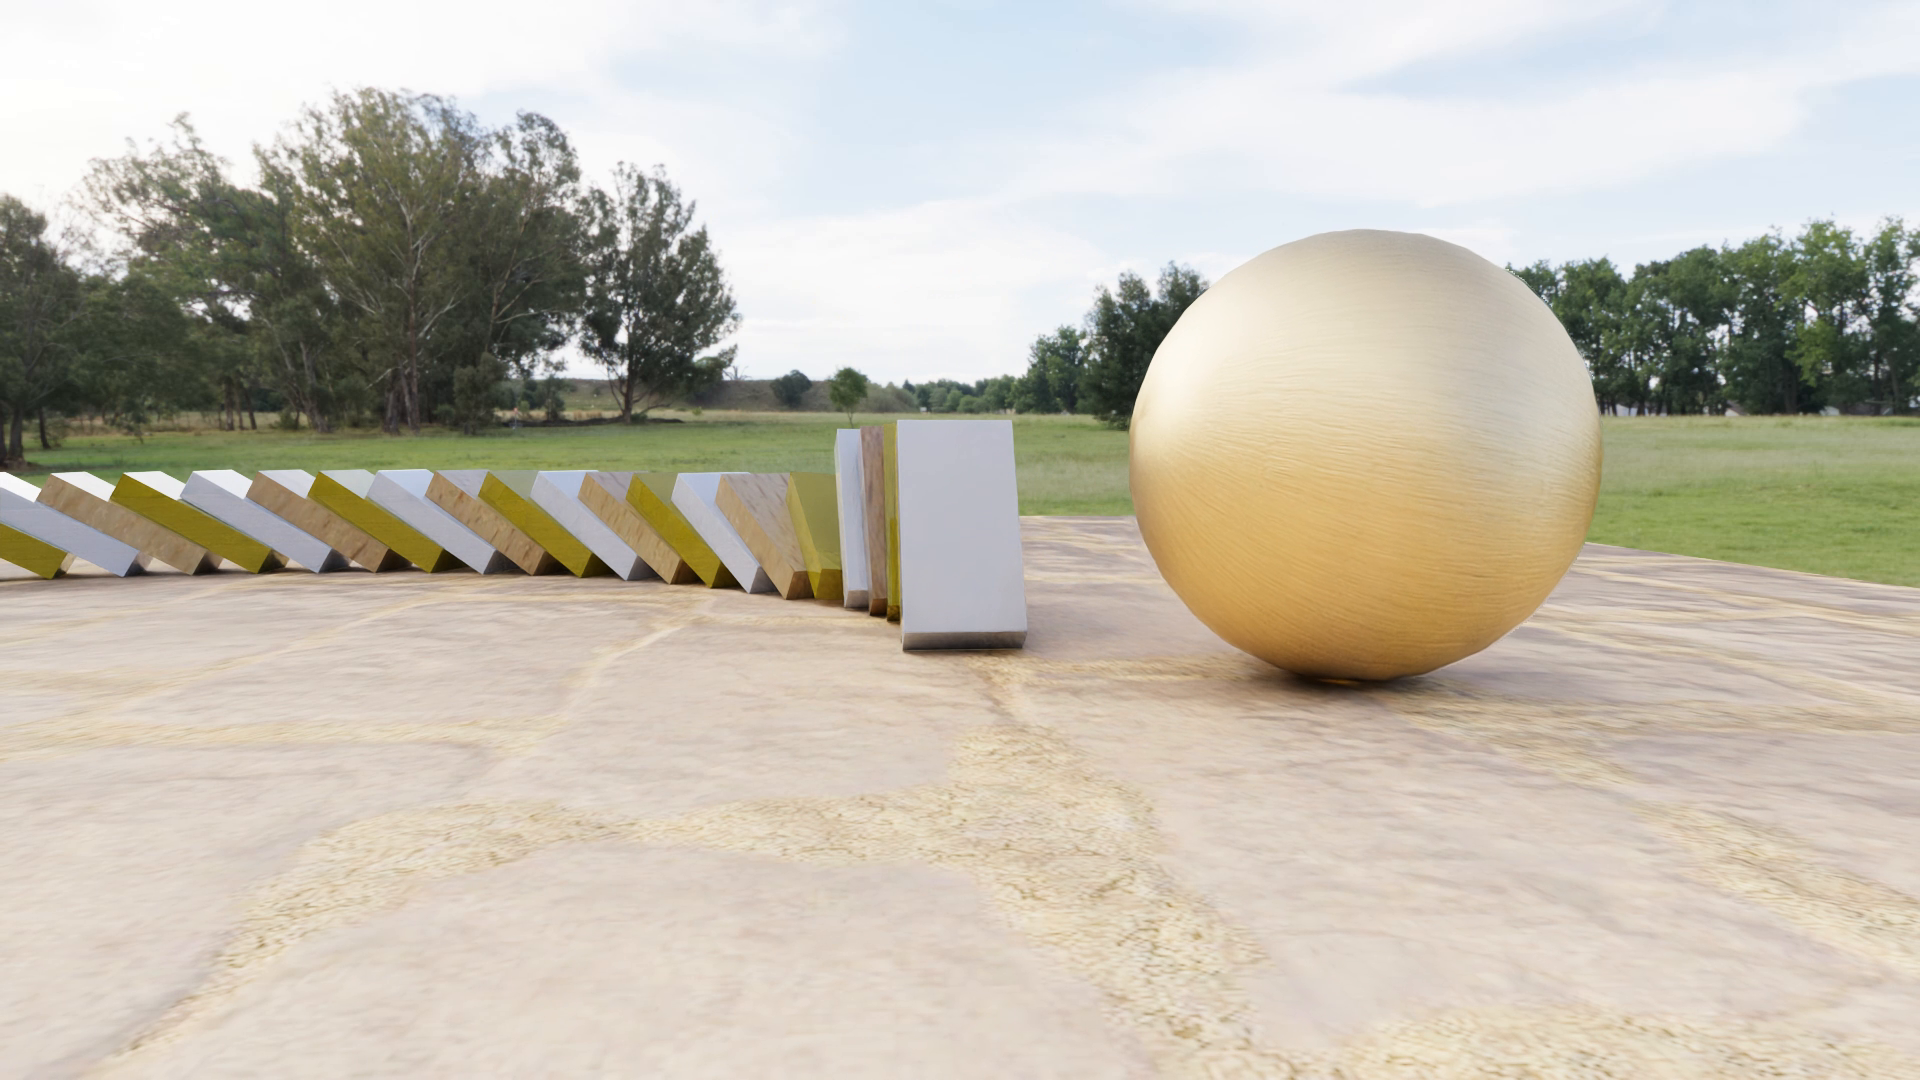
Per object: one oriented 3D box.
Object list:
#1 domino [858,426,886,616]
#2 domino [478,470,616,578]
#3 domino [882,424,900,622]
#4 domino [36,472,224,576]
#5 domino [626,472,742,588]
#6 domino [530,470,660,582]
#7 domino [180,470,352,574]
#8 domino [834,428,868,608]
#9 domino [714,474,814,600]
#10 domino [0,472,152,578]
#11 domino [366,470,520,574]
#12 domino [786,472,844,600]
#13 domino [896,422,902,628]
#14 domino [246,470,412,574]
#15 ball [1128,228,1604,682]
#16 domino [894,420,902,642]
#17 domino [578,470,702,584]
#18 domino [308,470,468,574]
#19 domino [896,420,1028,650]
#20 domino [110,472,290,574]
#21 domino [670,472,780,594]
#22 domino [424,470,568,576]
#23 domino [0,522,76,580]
[{"bbox_3d":[-0.012,-0.006,0.328,0.025,0.050,0.010,-1,-28,-10],"label":"domino"},{"bbox_3d":[-0.132,-0.006,0.425,0.050,0.009,0.025,35,18,20],"label":"domino"},{"bbox_3d":[-0.006,-0.005,0.316,0.025,0.050,0.009,0,-27,-5],"label":"domino"},{"bbox_3d":[-0.270,-0.006,0.421,0.050,0.009,0.025,30,-3,-13],"label":"domino"},{"bbox_3d":[-0.079,-0.004,0.397,0.025,0.009,0.050,-4,36,-48],"label":"domino"},{"bbox_3d":[-0.114,-0.005,0.417,0.050,0.009,0.025,36,21,24],"label":"domino"},{"bbox_3d":[-0.231,-0.007,0.432,0.050,0.009,0.025,30,2,-5],"label":"domino"},{"bbox_3d":[-0.019,-0.006,0.340,0.025,0.050,0.009,0,-32,-12],"label":"domino"},{"bbox_3d":[-0.049,-0.002,0.371,0.025,0.009,0.050,-3,36,-36],"label":"domino"},{"bbox_3d":[-0.289,-0.005,0.413,0.050,0.009,0.025,30,-6,-18],"label":"domino"},{"bbox_3d":[-0.171,-0.007,0.433,0.050,0.009,0.025,32,11,10],"label":"domino"},{"bbox_3d":[-0.032,-0.002,0.359,0.025,0.009,0.050,3,32,-20],"label":"domino"},{"bbox_3d":[-0.002,-0.004,0.306,0.025,0.050,0.009,0,-27,-5],"label":"domino"},{"bbox_3d":[-0.211,-0.007,0.434,0.050,0.009,0.025,31,5,1],"label":"domino"},{"bbox_3d":[0.070,-0.015,0.230,0.080,0.080,0.080,0,4,0],"label":"ball"},{"bbox_3d":[-0.001,-0.003,0.283,0.025,0.050,0.009,0,-27,-5],"label":"domino"},{"bbox_3d":[-0.096,-0.005,0.408,0.050,0.009,0.025,38,24,28],"label":"domino"},{"bbox_3d":[-0.191,-0.007,0.435,0.050,0.010,0.025,31,8,5],"label":"domino"},{"bbox_3d":[0.000,-0.002,0.272,0.025,0.050,0.009,0,-27,-5],"label":"domino"},{"bbox_3d":[-0.251,-0.006,0.427,0.050,0.009,0.025,30,0,-9],"label":"domino"},{"bbox_3d":[-0.063,-0.003,0.385,0.025,0.009,0.050,-4,36,-42],"label":"domino"},{"bbox_3d":[-0.151,-0.007,0.430,0.050,0.009,0.025,33,15,15],"label":"domino"},{"bbox_3d":[-0.306,-0.004,0.402,0.050,0.010,0.025,31,-10,-24],"label":"domino"}]
